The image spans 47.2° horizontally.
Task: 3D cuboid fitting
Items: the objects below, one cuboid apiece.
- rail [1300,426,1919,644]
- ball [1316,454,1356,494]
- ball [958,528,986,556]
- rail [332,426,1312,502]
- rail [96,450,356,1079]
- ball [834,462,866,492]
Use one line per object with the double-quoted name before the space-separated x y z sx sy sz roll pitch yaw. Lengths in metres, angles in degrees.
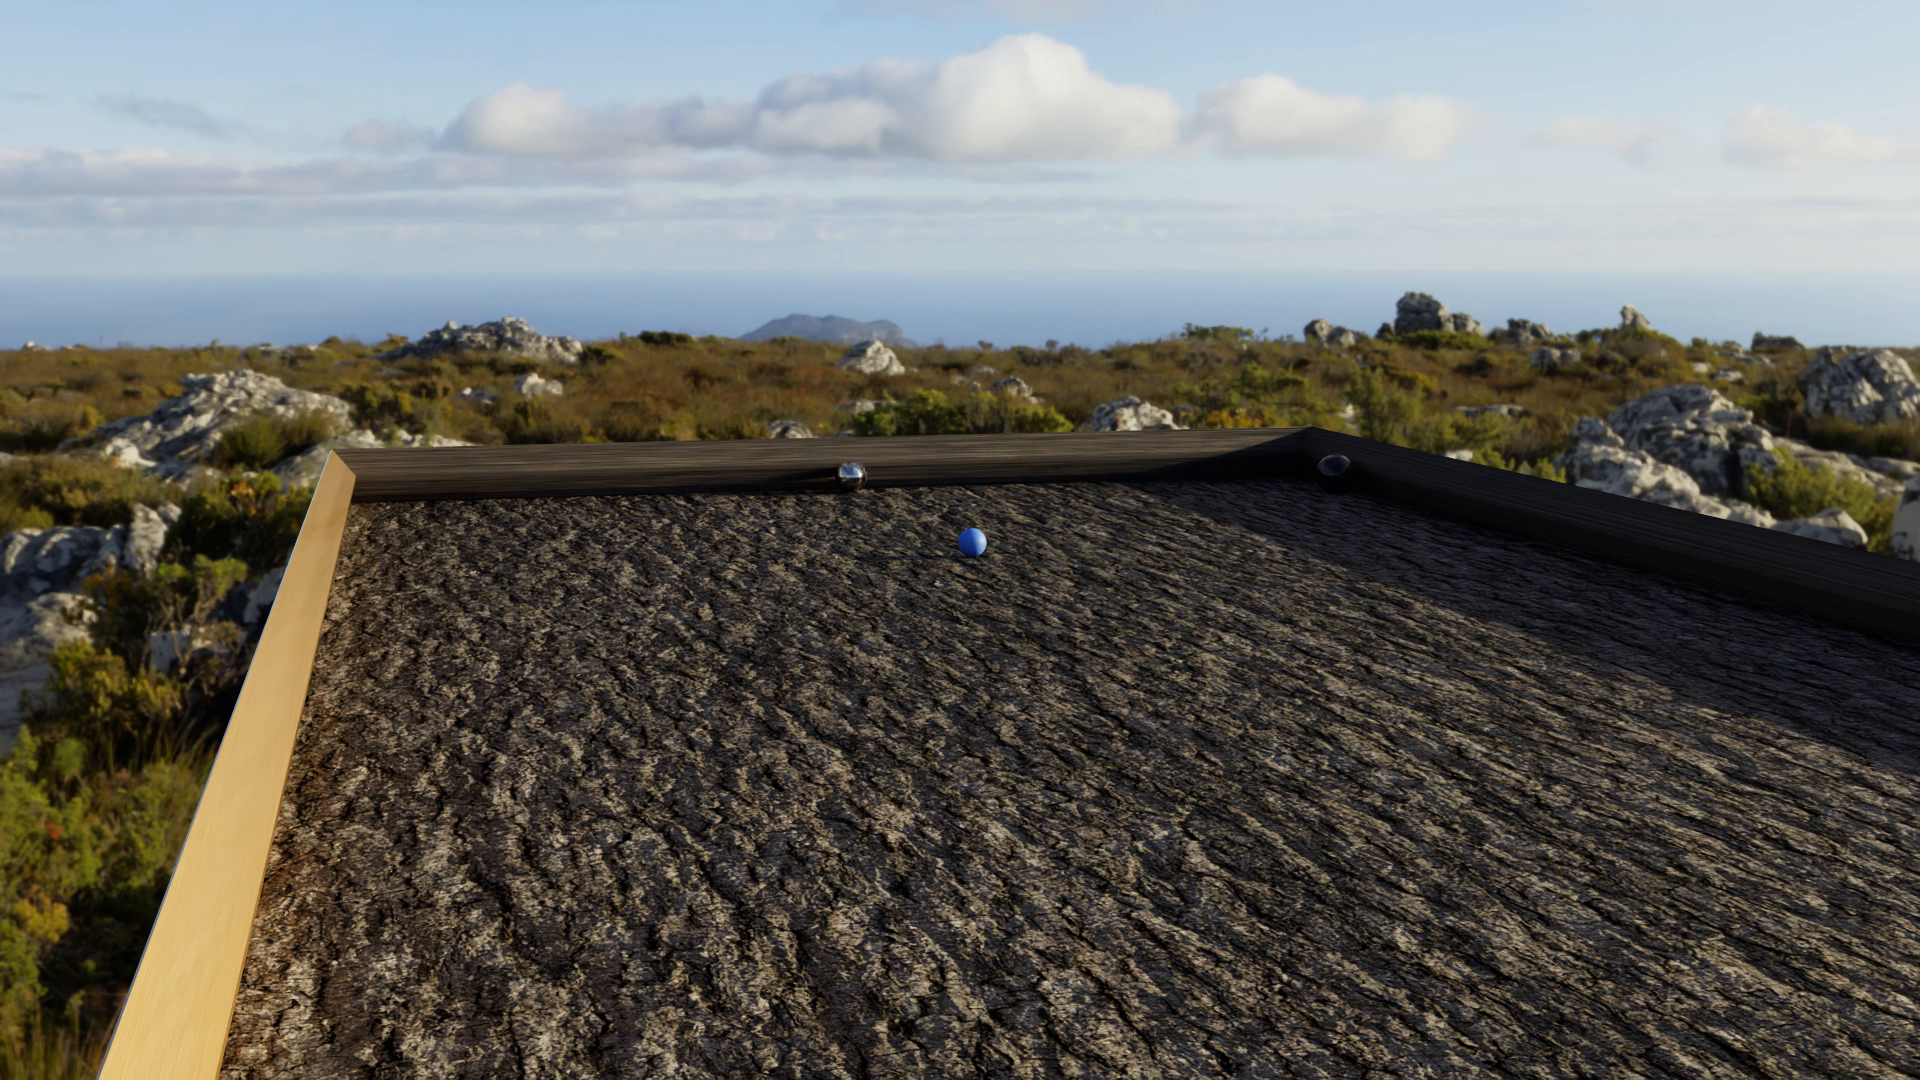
"rail" 1.171 0.073 2.819 0.045 0.102 3.789 -2 8 -14
"ball" 0.737 -0.129 4.317 0.078 0.078 0.078 0 8 0
"ball" 0.019 0.004 3.500 0.046 0.046 0.046 0 8 0
"rail" -0.220 -0.152 4.388 1.993 0.102 0.045 -2 8 -14
"rail" -0.719 0.138 2.360 0.045 0.102 3.789 -2 8 -14
"ball" -0.218 -0.124 4.345 0.060 0.060 0.060 0 8 0
